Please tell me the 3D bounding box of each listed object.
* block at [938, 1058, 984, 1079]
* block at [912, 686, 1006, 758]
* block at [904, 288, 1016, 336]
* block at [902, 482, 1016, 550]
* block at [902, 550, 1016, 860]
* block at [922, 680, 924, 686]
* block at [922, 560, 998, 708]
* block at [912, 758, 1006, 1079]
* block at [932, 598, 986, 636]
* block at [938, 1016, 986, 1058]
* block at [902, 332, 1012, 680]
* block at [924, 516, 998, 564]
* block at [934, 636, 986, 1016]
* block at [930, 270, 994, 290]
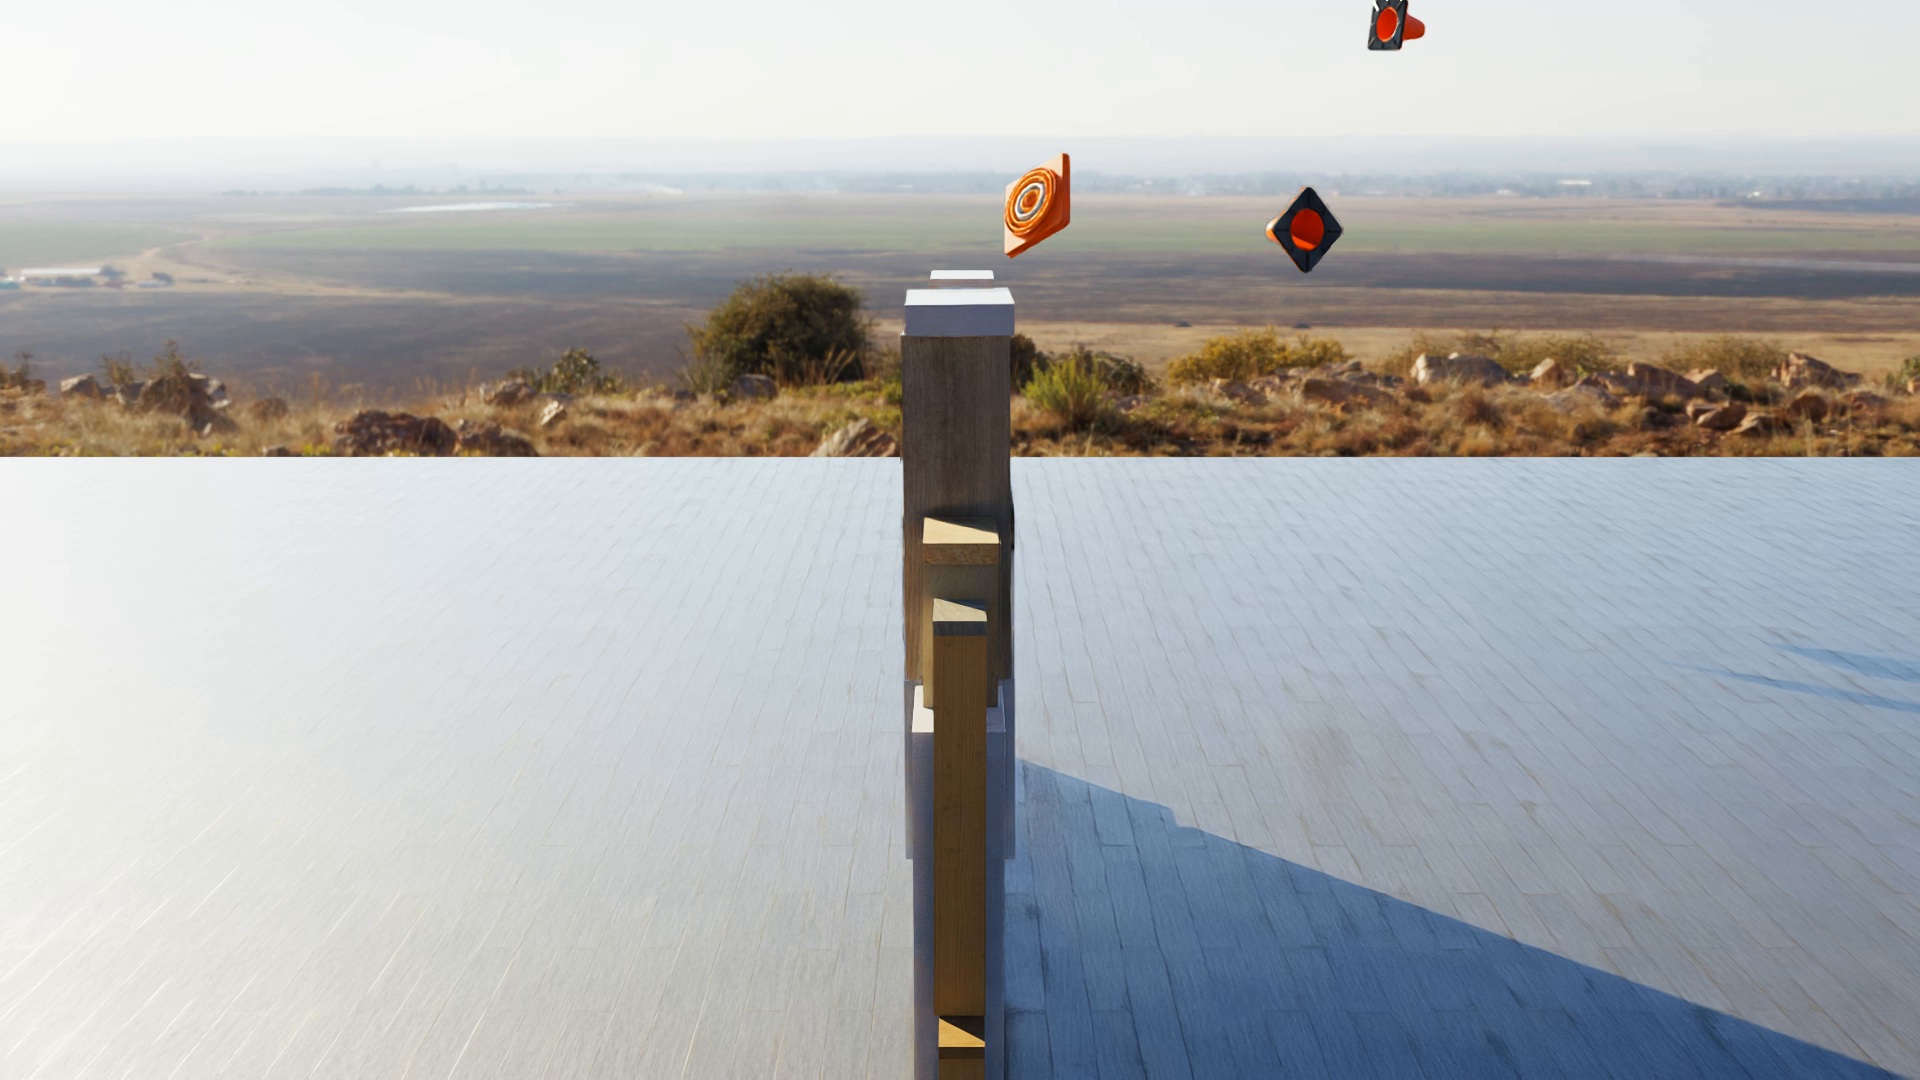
[{"bbox_3d":[0.002,0.699,2.766,0.058,0.115,0.016,0,11,0],"label":"block"},{"bbox_3d":[-0.002,0.238,2.904,0.118,0.034,0.237,0,11,0],"label":"block"},{"bbox_3d":[-0.002,-0.326,3.135,0.149,0.042,0.299,-1,11,-1],"label":"block"},{"bbox_3d":[-0.002,-0.041,3.485,0.171,0.049,0.343,0,10,0],"label":"block"},{"bbox_3d":[-0.001,0.250,3.421,0.171,0.499,0.049,0,10,0],"label":"block"},{"bbox_3d":[-0.002,0.190,3.232,0.108,0.031,0.217,-1,11,-1],"label":"block"},{"bbox_3d":[0.001,0.122,2.900,0.098,0.196,0.028,0,10,0],"label":"block"},{"bbox_3d":[-0.001,0.500,2.872,0.118,0.469,0.034,0,11,0],"label":"block"},{"bbox_3d":[0.000,0.097,2.789,0.067,0.019,0.133,0,11,0],"label":"block"},{"bbox_3d":[0.002,0.627,2.792,0.058,0.016,0.115,0,10,0],"label":"block"},{"bbox_3d":[-0.004,-0.047,3.086,0.149,0.489,0.042,-1,11,-1],"label":"block"},{"bbox_3d":[0.001,0.000,2.944,0.098,0.028,0.196,0,11,0],"label":"block"},{"bbox_3d":[0.000,0.363,2.793,0.067,0.504,0.019,0,11,0],"label":"block"},{"bbox_3d":[0.004,-0.491,4.206,0.118,0.033,0.236,0,11,0],"label":"block"}]
